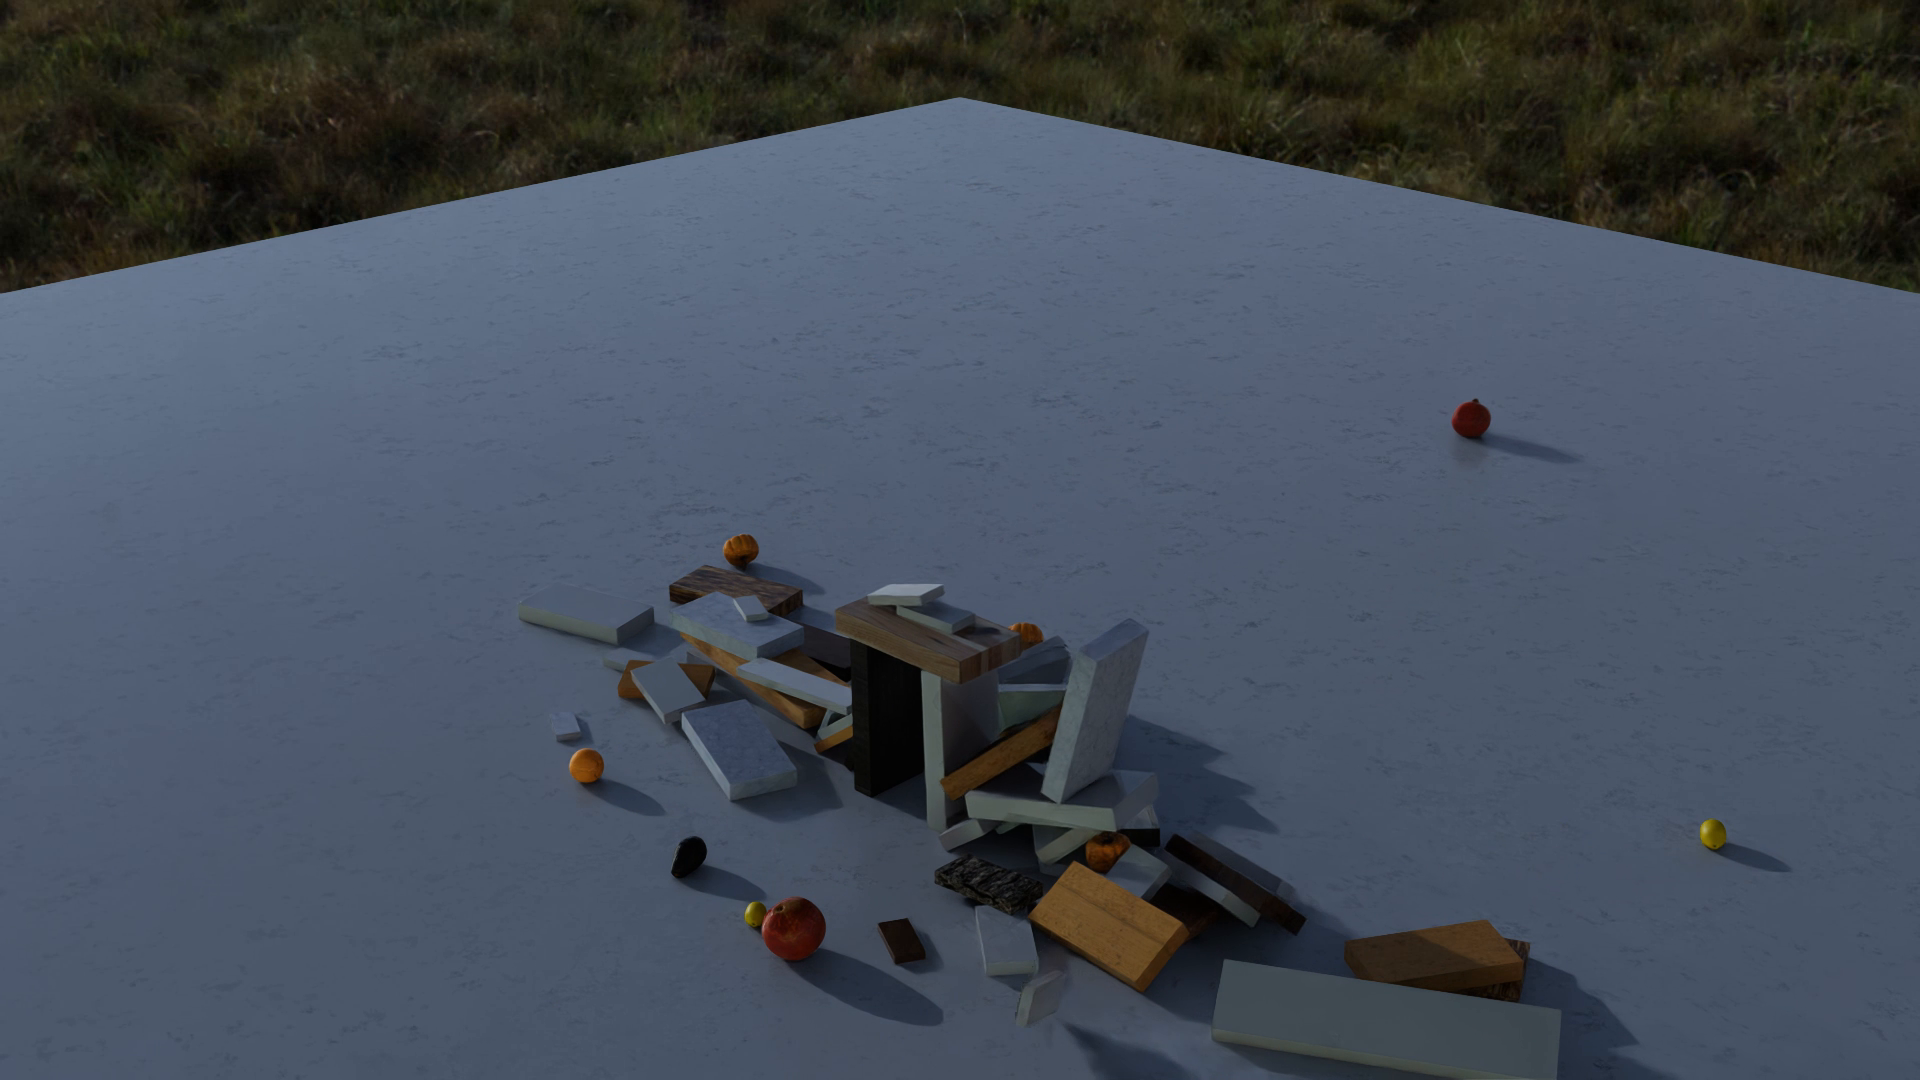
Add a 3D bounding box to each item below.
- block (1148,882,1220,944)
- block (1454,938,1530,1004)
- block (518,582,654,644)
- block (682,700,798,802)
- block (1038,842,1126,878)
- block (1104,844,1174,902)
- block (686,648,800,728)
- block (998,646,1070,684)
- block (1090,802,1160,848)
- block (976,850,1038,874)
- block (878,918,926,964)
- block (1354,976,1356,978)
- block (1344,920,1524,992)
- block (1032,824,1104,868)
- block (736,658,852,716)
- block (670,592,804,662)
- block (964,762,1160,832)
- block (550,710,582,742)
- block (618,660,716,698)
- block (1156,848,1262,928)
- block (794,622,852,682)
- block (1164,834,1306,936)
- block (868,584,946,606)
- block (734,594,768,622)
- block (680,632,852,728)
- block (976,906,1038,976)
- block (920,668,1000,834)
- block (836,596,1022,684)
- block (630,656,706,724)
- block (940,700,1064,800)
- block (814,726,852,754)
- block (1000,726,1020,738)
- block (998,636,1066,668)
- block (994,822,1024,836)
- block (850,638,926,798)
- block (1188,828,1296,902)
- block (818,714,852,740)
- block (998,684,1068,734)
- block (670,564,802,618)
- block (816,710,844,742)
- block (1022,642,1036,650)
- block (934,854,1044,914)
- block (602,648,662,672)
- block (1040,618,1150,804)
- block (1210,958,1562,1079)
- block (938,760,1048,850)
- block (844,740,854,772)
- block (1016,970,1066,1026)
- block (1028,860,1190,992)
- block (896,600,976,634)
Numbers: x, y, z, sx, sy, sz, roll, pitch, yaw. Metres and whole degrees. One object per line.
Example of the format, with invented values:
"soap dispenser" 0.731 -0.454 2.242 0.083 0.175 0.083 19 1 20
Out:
"block" 0.369 0.682 4.116 0.209 0.030 0.104 20 30 39
"block" 0.943 0.774 3.898 0.108 0.031 0.216 8 24 18
"block" -0.900 0.175 5.295 0.294 0.042 0.147 12 26 26
"block" -0.467 0.440 4.634 0.147 0.042 0.293 -10 31 -24
"block" 0.263 0.621 4.206 0.209 0.030 0.104 6 21 43
"block" 0.295 0.656 4.053 0.189 0.027 0.094 -46 43 -16
"block" -0.437 0.313 4.970 0.147 0.042 0.403 -20 30 -39
"block" 0.124 0.325 4.825 0.256 0.128 0.036 -19 47 -37
"block" 0.316 0.546 4.361 0.132 0.037 0.265 0 12 -1
"block" 0.088 0.629 4.257 0.115 0.016 0.058 -5 23 -11
"block" -0.107 0.732 4.015 0.058 0.016 0.115 -7 24 -16
"block" 0.736 0.797 3.843 0.108 0.031 0.216 13 26 28
"block" 0.835 0.742 3.883 0.275 0.039 0.138 -6 24 -13
"block" 0.207 0.541 4.299 0.132 0.037 0.265 -34 12 7
"block" -0.338 0.313 4.736 0.072 0.020 0.367 -22 26 -40
"block" -0.511 0.198 5.027 0.293 0.042 0.147 19 30 38
"block" 0.195 0.490 4.219 0.334 0.047 0.167 1 19 35
"block" -0.860 0.404 4.789 0.052 0.015 0.104 -7 24 -17
"block" -0.660 0.318 4.951 0.199 0.028 0.099 3 35 8
"block" 0.457 0.646 4.086 0.104 0.030 0.209 39 -7 -34
"block" -0.325 0.258 5.106 0.256 0.036 0.128 16 28 33
"block" 0.511 0.640 4.096 0.132 0.037 0.265 37 -6 -40
"block" -0.108 0.110 4.407 0.144 0.020 0.072 0 17 42
"block" -0.481 0.157 5.053 0.052 0.015 0.104 -8 24 -19
"block" -0.432 0.279 4.944 0.147 0.042 0.562 -15 27 -31
"block" 0.084 0.728 4.011 0.095 0.027 0.189 -2 23 -5
"block" 0.004 0.394 4.385 0.049 0.348 0.174 15 27 37
"block" -0.065 0.184 4.369 0.348 0.049 0.174 20 30 40
"block" -0.645 0.332 4.868 0.099 0.028 0.199 -18 34 -22
"block" 0.115 0.393 4.246 0.167 0.047 0.334 -31 -4 -42
"block" -0.237 0.410 4.655 0.076 0.022 0.153 -22 -6 -41
"block" 0.208 0.397 4.654 0.236 0.033 0.118 -13 0 8
"block" 0.071 0.318 4.831 0.375 0.108 0.031 -22 56 -33
"block" 0.126 0.544 4.375 0.115 0.016 0.058 -30 11 24
"block" -0.141 0.337 4.519 0.049 0.348 0.174 20 30 41
"block" 0.533 0.615 4.157 0.199 0.028 0.099 28 -5 30
"block" -0.231 0.381 4.633 0.076 0.022 0.153 -22 -5 -36
"block" 0.198 0.370 4.738 0.236 0.118 0.033 -1 23 -2
"block" -0.549 0.135 5.390 0.294 0.042 0.147 13 26 28
"block" -0.273 0.391 4.710 0.052 0.104 0.015 -20 56 -39
"block" -0.025 0.273 5.015 0.394 0.036 0.128 4 32 -1
"block" 0.054 0.647 4.145 0.189 0.027 0.095 15 24 39
"block" -0.750 0.283 5.068 0.136 0.019 0.068 14 27 30
"block" 0.250 0.319 4.094 0.047 0.334 0.167 31 37 27
"block" 0.717 0.819 3.711 0.567 0.039 0.138 6 49 14
"block" 0.142 0.501 4.456 0.118 0.033 0.474 -30 -1 42
"block" -0.188 0.412 4.598 0.076 0.153 0.022 -22 55 -41
"block" 0.138 0.780 3.748 0.019 0.068 0.136 16 7 25
"block" 0.267 0.697 3.980 0.275 0.039 0.138 24 65 44
"block" -0.048 0.146 4.370 0.144 0.020 0.072 18 29 36
